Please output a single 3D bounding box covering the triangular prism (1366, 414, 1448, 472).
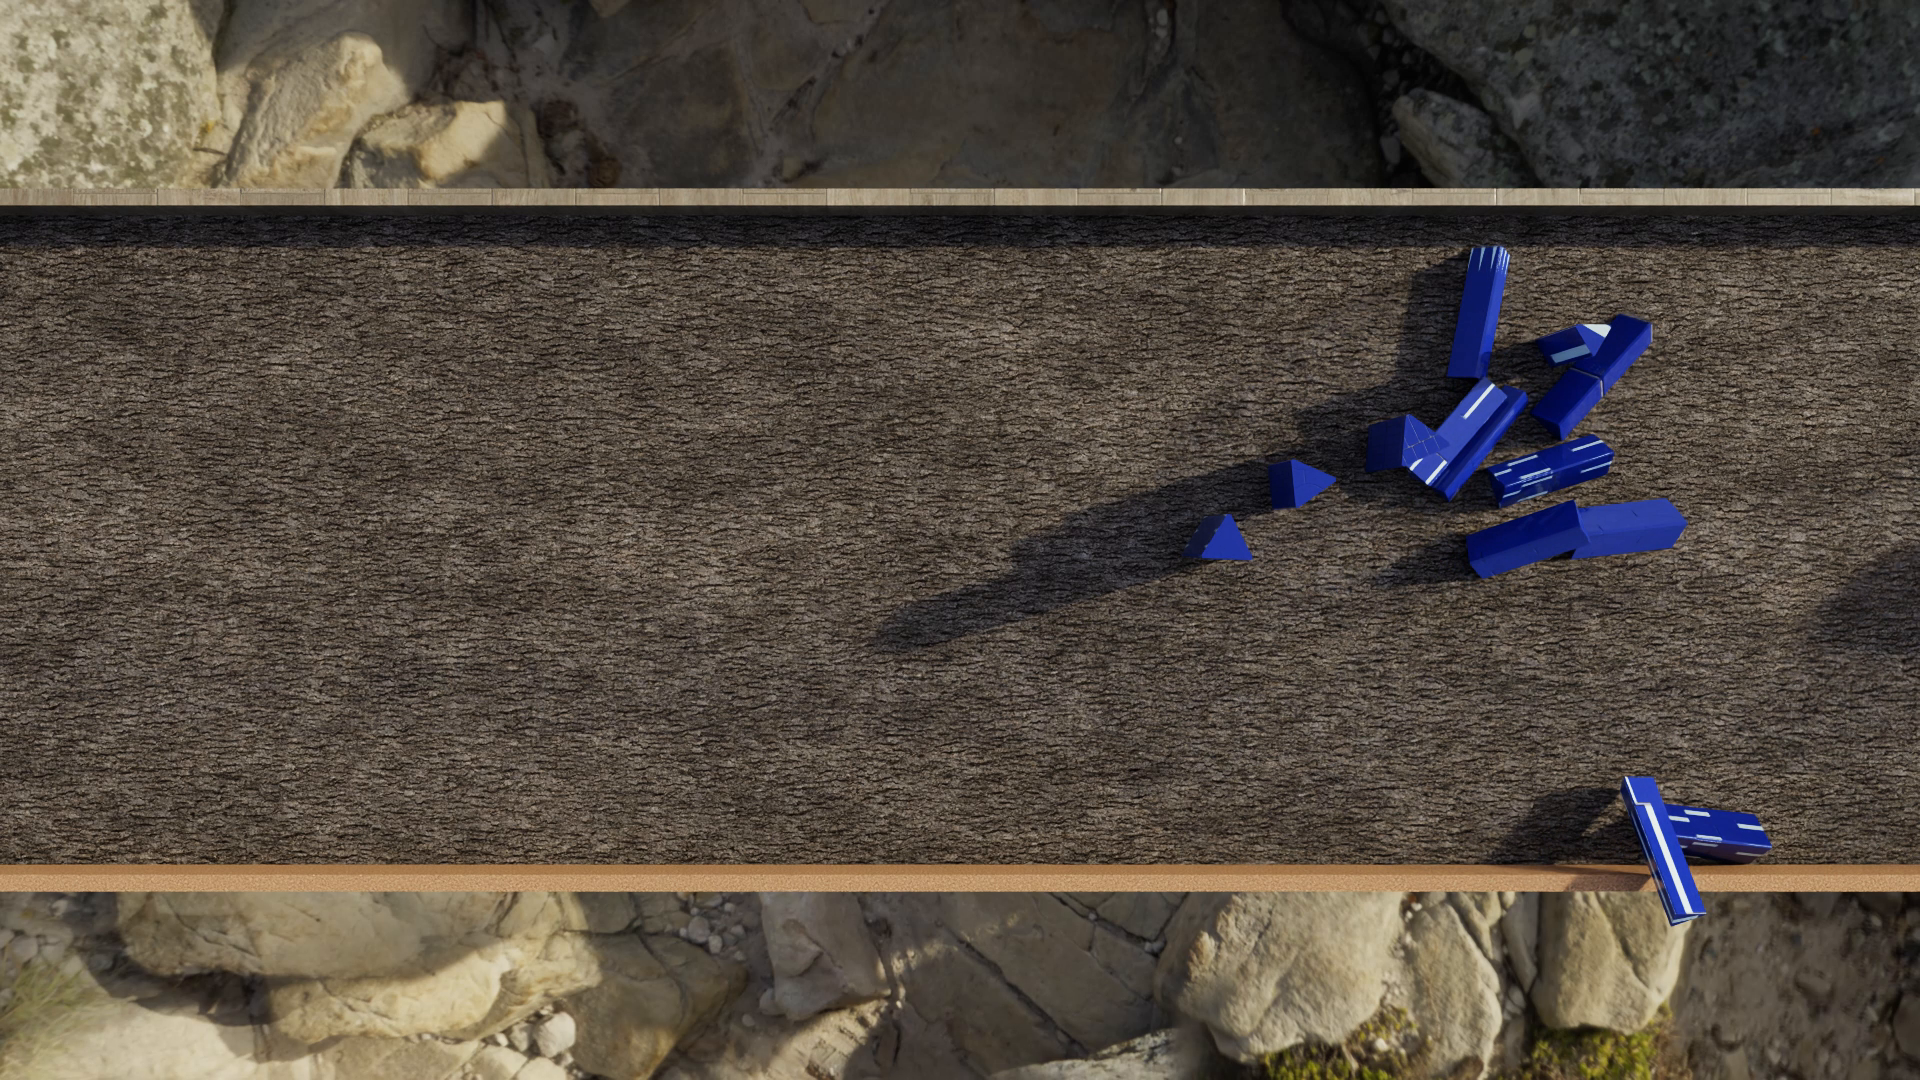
[{"bbox_3d":[1.290,-0.298,4.866,0.148,0.420,0.128,-25,90,0],"label":"triangular prism"}]

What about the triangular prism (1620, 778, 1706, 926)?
[{"bbox_3d":[2.067,0.913,4.898,0.109,0.094,0.436,-32,50,32],"label":"triangular prism"}]

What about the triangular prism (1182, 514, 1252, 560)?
[{"bbox_3d":[0.755,-0.011,4.861,0.143,0.431,0.124,3,90,0],"label":"triangular prism"}]

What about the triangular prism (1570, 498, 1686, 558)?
[{"bbox_3d":[2.024,-0.034,5.007,0.313,0.131,0.151,-7,90,0],"label":"triangular prism"}]

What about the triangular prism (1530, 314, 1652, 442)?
[{"bbox_3d":[1.939,-0.499,5.016,0.131,0.114,0.414,42,90,0],"label":"triangular prism"}]

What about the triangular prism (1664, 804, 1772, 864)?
[{"bbox_3d":[2.277,0.902,5.008,0.315,0.131,0.151,7,90,0],"label":"triangular prism"}]

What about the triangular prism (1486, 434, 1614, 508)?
[{"bbox_3d":[1.804,-0.212,5.018,0.345,0.112,0.129,-18,90,0],"label":"triangular prism"}]

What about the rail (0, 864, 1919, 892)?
[{"bbox_3d":[-2.247,1.025,5.001,12.000,0.150,0.050,0,90,0],"label":"rail"}]

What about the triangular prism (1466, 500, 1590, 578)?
[{"bbox_3d":[1.699,0.007,4.949,0.332,0.121,0.139,-21,90,25],"label":"triangular prism"}]

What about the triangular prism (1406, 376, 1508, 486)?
[{"bbox_3d":[1.495,-0.338,5.014,0.361,0.096,0.083,-49,121,0],"label":"triangular prism"}]

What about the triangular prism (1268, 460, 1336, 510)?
[{"bbox_3d":[0.985,-0.182,4.898,0.139,0.356,0.120,-36,90,0],"label":"triangular prism"}]

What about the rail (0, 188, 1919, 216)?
[{"bbox_3d":[-2.247,-1.025,5.002,12.000,0.150,0.050,0,90,0],"label":"rail"}]

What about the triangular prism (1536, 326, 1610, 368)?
[{"bbox_3d":[1.834,-0.595,4.908,0.088,0.337,0.102,-30,90,0],"label":"triangular prism"}]
